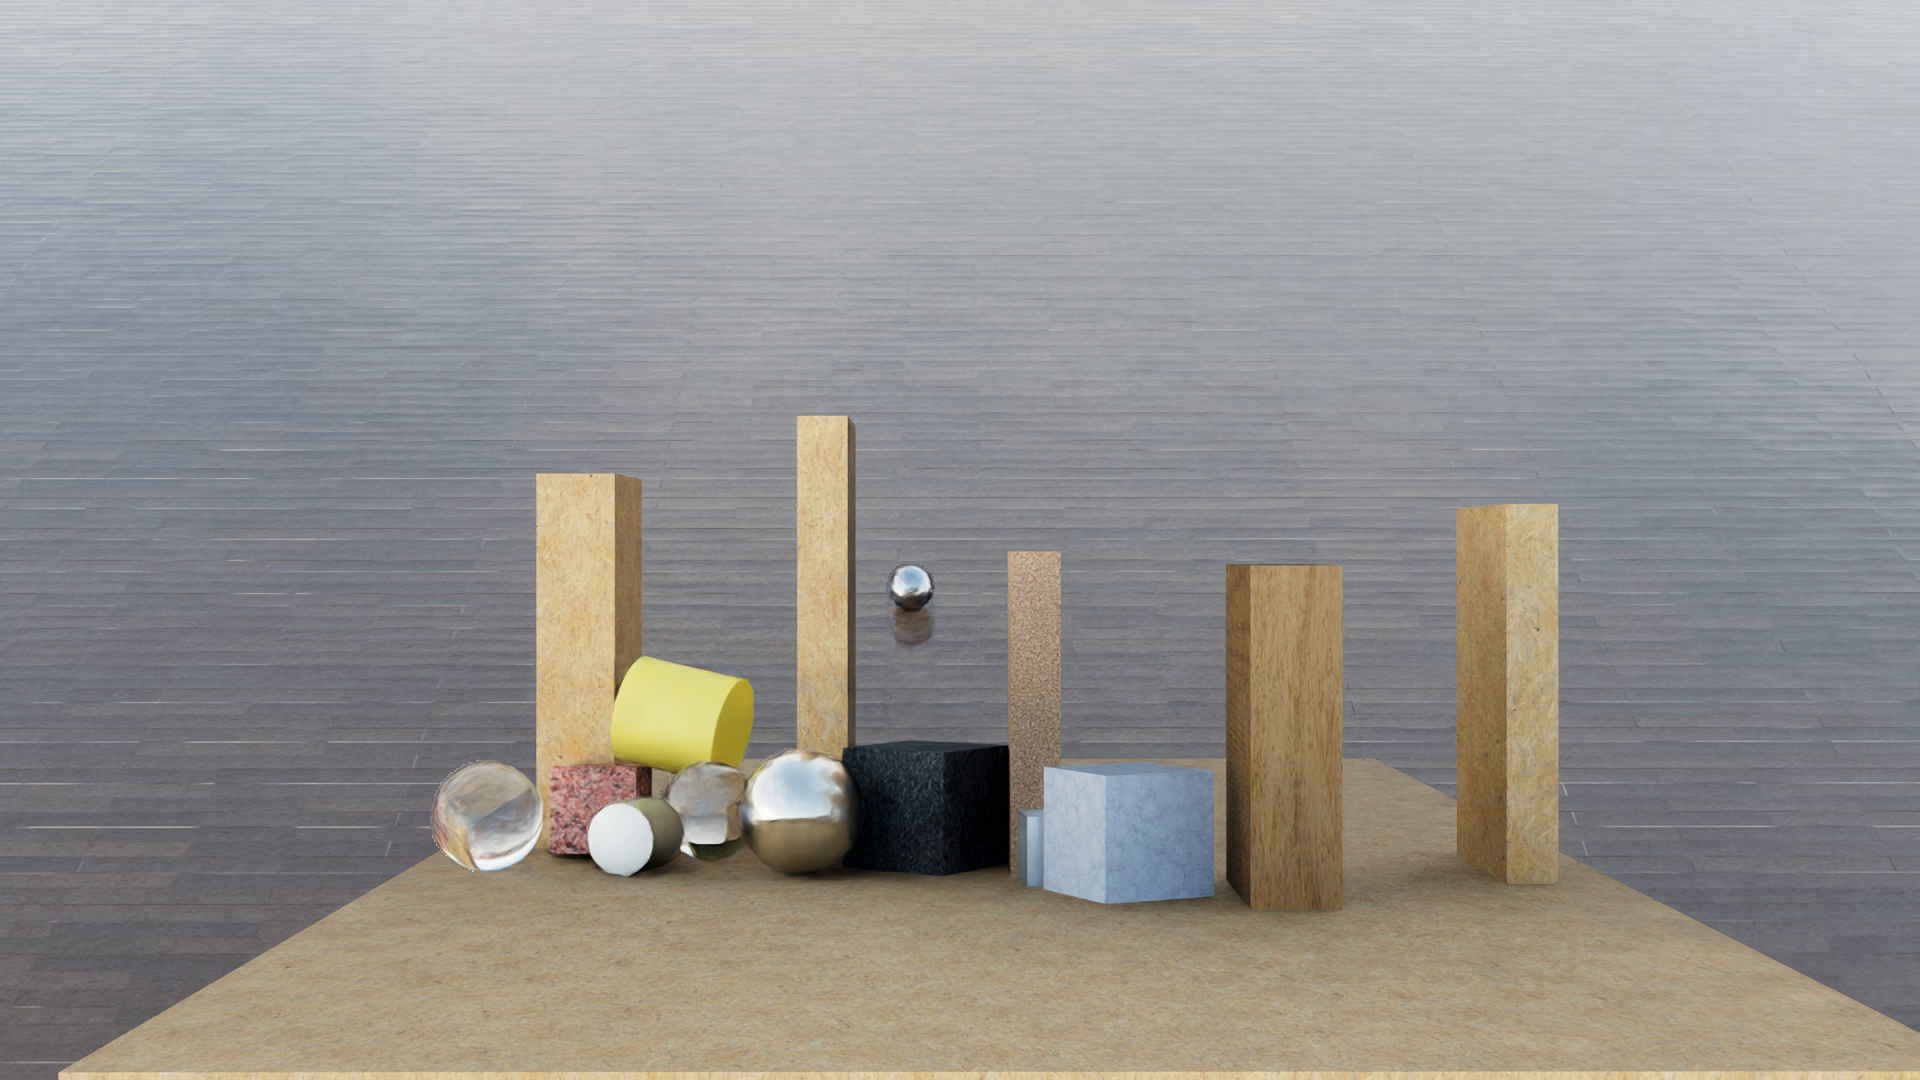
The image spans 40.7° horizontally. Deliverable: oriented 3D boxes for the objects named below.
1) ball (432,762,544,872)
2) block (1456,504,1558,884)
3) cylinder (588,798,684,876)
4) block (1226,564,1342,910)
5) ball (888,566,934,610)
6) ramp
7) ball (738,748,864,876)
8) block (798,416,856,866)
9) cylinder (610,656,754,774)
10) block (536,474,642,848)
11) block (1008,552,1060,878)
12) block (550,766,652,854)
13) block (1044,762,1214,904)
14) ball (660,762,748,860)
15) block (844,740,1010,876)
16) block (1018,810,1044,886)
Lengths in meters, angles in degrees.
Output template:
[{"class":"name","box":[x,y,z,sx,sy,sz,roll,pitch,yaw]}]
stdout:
[{"class":"ball","box":[-0.791,0.464,4.340,0.184,0.184,0.184,0,31,0]},{"class":"block","box":[0.923,0.249,4.380,0.083,0.612,0.417,0,0,0]},{"class":"cylinder","box":[-0.542,0.495,4.327,0.120,0.120,0.120,11,3,18]},{"class":"block","box":[0.504,0.296,4.054,0.138,0.515,0.355,0,0,0]},{"class":"ball","box":[-0.140,0.137,7.438,0.128,0.128,0.128,0,31,0]},{"class":"ramp","box":[0.068,0.606,4.672,2.000,0.100,4.000,0,0,0]},{"class":"ball","box":[-0.262,0.451,4.293,0.208,0.208,0.208,0,31,0]},{"class":"block","box":[-0.234,0.173,4.570,0.085,0.766,0.344,0,0,0]},{"class":"cylinder","box":[-0.500,0.326,4.675,0.194,0.194,0.194,12,33,15]},{"class":"block","box":[-0.693,0.219,4.864,0.141,0.676,0.400,0,0,0]},{"class":"block","box":[0.125,0.287,4.406,0.082,0.536,0.292,0,0,0]},{"class":"block","box":[-0.633,0.475,4.571,0.150,0.150,0.150,0,-5,4]},{"class":"block","box":[0.264,0.457,4.068,0.194,0.194,0.194,0,0,-27]},{"class":"ball","box":[-0.436,0.470,4.494,0.172,0.172,0.172,0,31,0]},{"class":"block","box":[-0.057,0.454,4.414,0.204,0.204,0.204,0,0,33]},{"class":"block","box":[0.156,0.499,4.202,0.112,0.112,0.112,0,0,-7]}]
